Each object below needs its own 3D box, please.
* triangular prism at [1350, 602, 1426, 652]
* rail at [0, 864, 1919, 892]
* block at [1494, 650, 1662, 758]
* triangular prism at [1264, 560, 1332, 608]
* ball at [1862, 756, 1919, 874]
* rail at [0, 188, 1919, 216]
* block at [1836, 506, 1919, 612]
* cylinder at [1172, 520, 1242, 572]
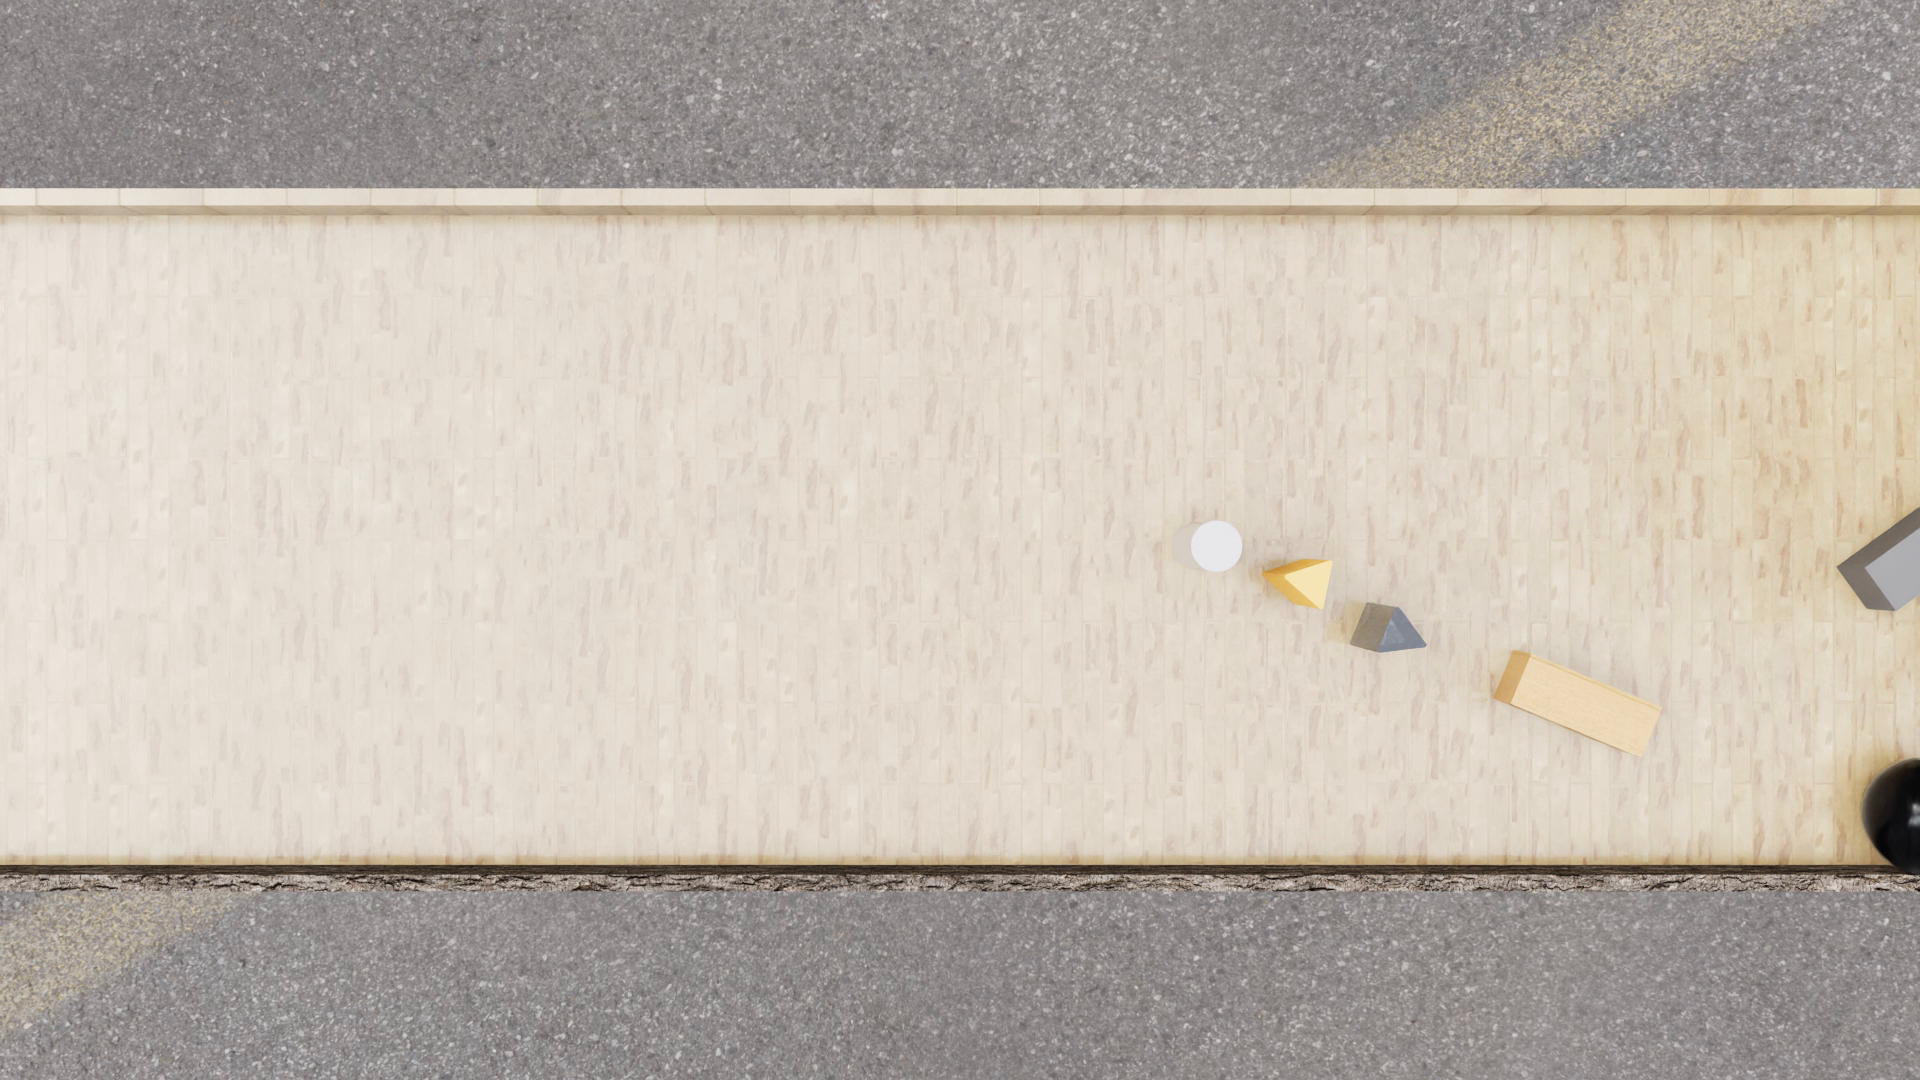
[{"bbox_3d":[1.263,0.252,4.907,0.141,0.338,0.123,-7,90,0],"label":"triangular prism"},{"bbox_3d":[-2.247,1.025,5.001,12.000,0.150,0.050,0,90,0],"label":"rail"},{"bbox_3d":[1.867,0.493,4.995,0.422,0.162,0.162,23,90,0],"label":"block"},{"bbox_3d":[1.023,0.105,4.898,0.141,0.358,0.122,42,90,0],"label":"triangular prism"},{"bbox_3d":[2.880,0.821,4.900,0.353,0.353,0.353,0,90,0],"label":"ball"},{"bbox_3d":[-2.247,-1.025,5.002,12.000,0.150,0.050,0,90,0],"label":"rail"},{"bbox_3d":[2.888,0.043,4.996,0.356,0.160,0.160,-36,90,0],"label":"block"},{"bbox_3d":[0.727,0.018,4.872,0.145,0.408,0.145,0,90,0],"label":"cylinder"}]
